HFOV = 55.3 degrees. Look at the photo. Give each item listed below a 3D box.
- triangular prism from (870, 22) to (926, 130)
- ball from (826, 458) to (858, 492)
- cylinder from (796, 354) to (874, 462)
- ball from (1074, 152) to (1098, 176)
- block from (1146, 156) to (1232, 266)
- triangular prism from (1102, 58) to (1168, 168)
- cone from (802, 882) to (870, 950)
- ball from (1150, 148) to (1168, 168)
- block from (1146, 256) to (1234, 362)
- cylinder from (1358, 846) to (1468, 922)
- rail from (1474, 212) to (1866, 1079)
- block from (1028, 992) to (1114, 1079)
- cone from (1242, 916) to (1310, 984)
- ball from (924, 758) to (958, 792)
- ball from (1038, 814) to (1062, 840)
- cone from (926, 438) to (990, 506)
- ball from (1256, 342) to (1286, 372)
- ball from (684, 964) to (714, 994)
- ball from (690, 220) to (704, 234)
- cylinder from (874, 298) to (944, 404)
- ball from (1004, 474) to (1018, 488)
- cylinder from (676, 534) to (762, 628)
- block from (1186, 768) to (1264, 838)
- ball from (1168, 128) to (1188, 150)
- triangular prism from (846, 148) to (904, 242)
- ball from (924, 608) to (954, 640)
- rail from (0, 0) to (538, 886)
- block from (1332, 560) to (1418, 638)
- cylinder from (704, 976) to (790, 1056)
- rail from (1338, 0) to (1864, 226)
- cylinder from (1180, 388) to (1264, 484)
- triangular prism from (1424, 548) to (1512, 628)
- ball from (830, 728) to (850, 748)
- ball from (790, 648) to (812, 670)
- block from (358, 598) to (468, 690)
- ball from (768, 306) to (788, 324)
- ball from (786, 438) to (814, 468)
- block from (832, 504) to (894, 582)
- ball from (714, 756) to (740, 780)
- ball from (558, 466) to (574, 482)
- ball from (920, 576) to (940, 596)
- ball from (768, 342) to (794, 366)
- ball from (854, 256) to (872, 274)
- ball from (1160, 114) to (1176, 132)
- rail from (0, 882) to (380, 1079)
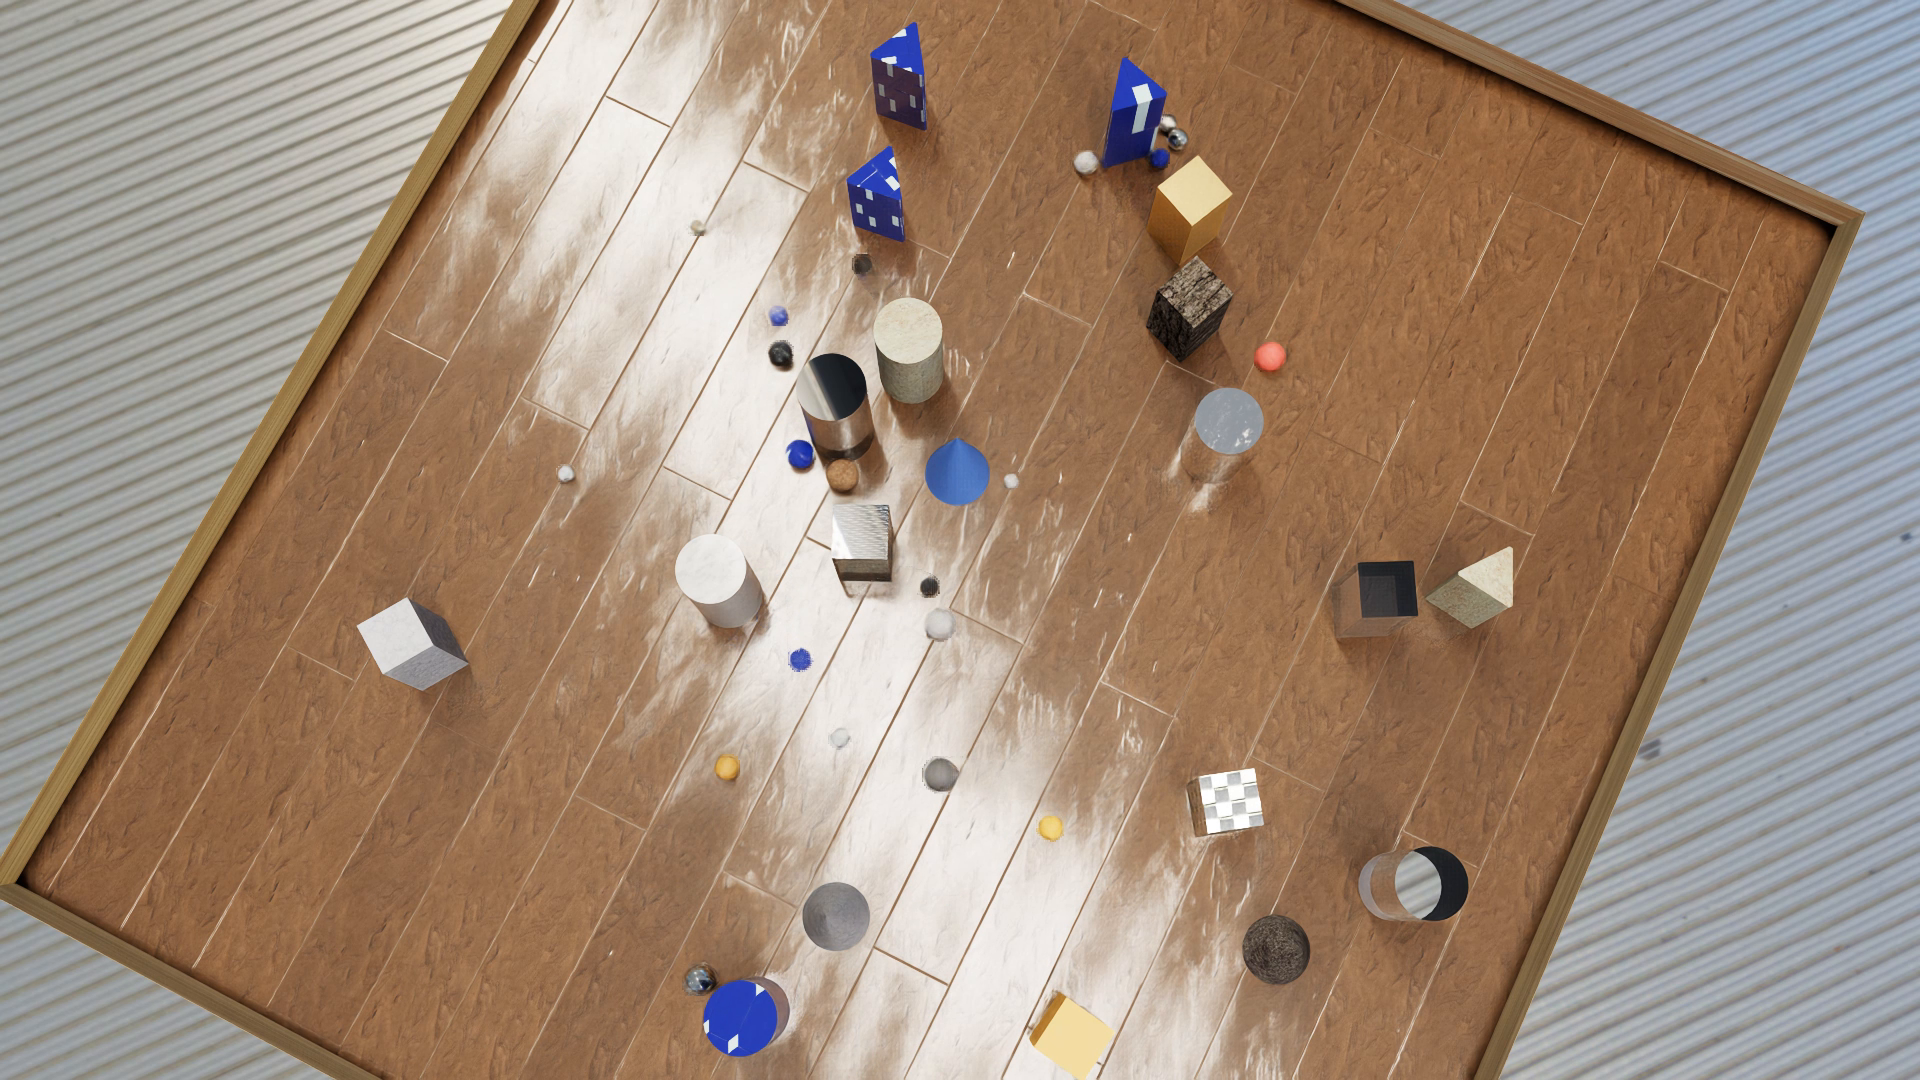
[{"bbox_3d":[-0.163,-1.456,5.716,0.173,0.396,0.150,21,79,4],"label":"triangular prism"},{"bbox_3d":[-0.361,-0.199,5.607,0.100,0.100,0.100,0,78,0],"label":"ball"},{"bbox_3d":[-0.366,-0.385,5.445,0.200,0.493,0.200,0,78,0],"label":"cylinder"},{"bbox_3d":[0.402,-1.198,5.827,0.073,0.073,0.073,0,78,0],"label":"ball"},{"bbox_3d":[0.704,-1.011,5.651,0.160,0.342,0.160,-39,81,-7],"label":"block"},{"bbox_3d":[0.512,-1.328,5.671,0.173,0.432,0.150,-17,79,-3],"label":"triangular prism"},{"bbox_3d":[-0.364,1.066,5.190,0.200,0.403,0.200,0,78,0],"label":"cone"},{"bbox_3d":[0.635,-1.216,5.838,0.059,0.059,0.059,0,78,0],"label":"ball"},{"bbox_3d":[0.696,-0.698,5.584,0.160,0.347,0.160,-41,81,-8],"label":"block"},{"bbox_3d":[1.275,0.975,5.178,0.200,0.463,0.200,0,78,0],"label":"cylinder"},{"bbox_3d":[1.819,0.898,5.363,0.045,0.130,4.370,26,80,5],"label":"rail"},{"bbox_3d":[0.310,1.389,5.139,0.160,0.372,0.160,34,80,7],"label":"block"},{"bbox_3d":[0.927,1.157,5.159,0.200,0.428,0.200,0,78,0],"label":"cone"},{"bbox_3d":[-0.056,0.695,5.422,0.100,0.100,0.100,0,78,0],"label":"ball"},{"bbox_3d":[0.267,0.847,5.405,0.072,0.072,0.072,0,78,0],"label":"ball"},{"bbox_3d":[-0.008,-0.249,5.446,0.200,0.436,0.200,0,78,0],"label":"cone"},{"bbox_3d":[0.964,-0.570,5.688,0.092,0.092,0.092,0,78,0],"label":"ball"},{"bbox_3d":[-0.757,1.273,5.309,0.087,0.087,0.087,0,78,0],"label":"ball"},{"bbox_3d":[-0.832,-0.989,5.797,0.048,0.048,0.048,0,78,0],"label":"ball"},{"bbox_3d":[-0.151,-0.565,5.519,0.200,0.421,0.200,0,78,0],"label":"cylinder"},{"bbox_3d":[0.156,-0.183,5.631,0.046,0.046,0.046,0,78,0],"label":"ball"},{"bbox_3d":[-0.701,0.125,5.368,0.200,0.437,0.200,0,78,0],"label":"cylinder"},{"bbox_3d":[0.765,0.765,5.311,0.160,0.288,0.160,-8,78,-2],"label":"block"},{"bbox_3d":[0.695,-1.279,5.847,0.067,0.067,0.067,0,78,0],"label":"ball"},{"bbox_3d":[-0.234,-1.080,5.662,0.173,0.348,0.150,19,79,4],"label":"triangular prism"},{"bbox_3d":[-0.063,0.252,5.517,0.093,0.093,0.093,0,78,0],"label":"ball"},{"bbox_3d":[-1.819,-0.884,5.732,0.045,0.130,4.370,26,80,5],"label":"rail"},{"bbox_3d":[1.214,0.178,5.386,0.160,0.379,0.160,-2,78,0],"label":"block"},{"bbox_3d":[-0.595,1.334,5.147,0.200,0.379,0.200,0,78,0],"label":"cylinder"},{"bbox_3d":[0.967,-1.886,5.940,4.116,0.130,0.045,26,80,5],"label":"rail"},{"bbox_3d":[0.780,-0.308,5.491,0.200,0.372,0.200,0,78,0],"label":"cylinder"},{"bbox_3d":[1.527,0.120,5.393,0.173,0.389,0.150,33,80,6],"label":"triangular prism"},{"bbox_3d":[-0.358,0.590,5.466,0.056,0.056,0.056,0,78,0],"label":"ball"},{"bbox_3d":[-0.478,0.358,5.510,0.063,0.063,0.063,0,78,0],"label":"ball"},{"bbox_3d":[-1.593,0.308,5.356,0.160,0.386,0.160,-30,80,-6],"label":"block"},{"bbox_3d":[-0.569,-0.703,5.731,0.060,0.060,0.060,0,78,0],"label":"ball"},{"bbox_3d":[-0.493,-0.266,5.626,0.089,0.089,0.089,0,78,0],"label":"ball"},{"bbox_3d":[-0.286,0.012,5.432,0.160,0.357,0.160,1,78,0],"label":"block"},{"bbox_3d":[-0.692,0.676,5.439,0.073,0.073,0.073,0,78,0],"label":"ball"},{"bbox_3d":[-1.212,-0.204,5.635,0.048,0.048,0.048,0,78,0],"label":"ball"},{"bbox_3d":[-0.093,0.141,5.557,0.059,0.059,0.059,0,78,0],"label":"ball"},{"bbox_3d":[-0.557,-0.577,5.697,0.076,0.076,0.076,0,78,0],"label":"ball"},{"bbox_3d":[-0.305,-0.865,5.766,0.059,0.059,0.059,0,78,0],"label":"ball"},{"bbox_3d":[0.663,-1.334,5.863,0.058,0.058,0.058,0,78,0],"label":"ball"},{"bbox_3d":[-0.967,1.900,5.156,4.116,0.130,0.045,26,80,5],"label":"rail"}]
